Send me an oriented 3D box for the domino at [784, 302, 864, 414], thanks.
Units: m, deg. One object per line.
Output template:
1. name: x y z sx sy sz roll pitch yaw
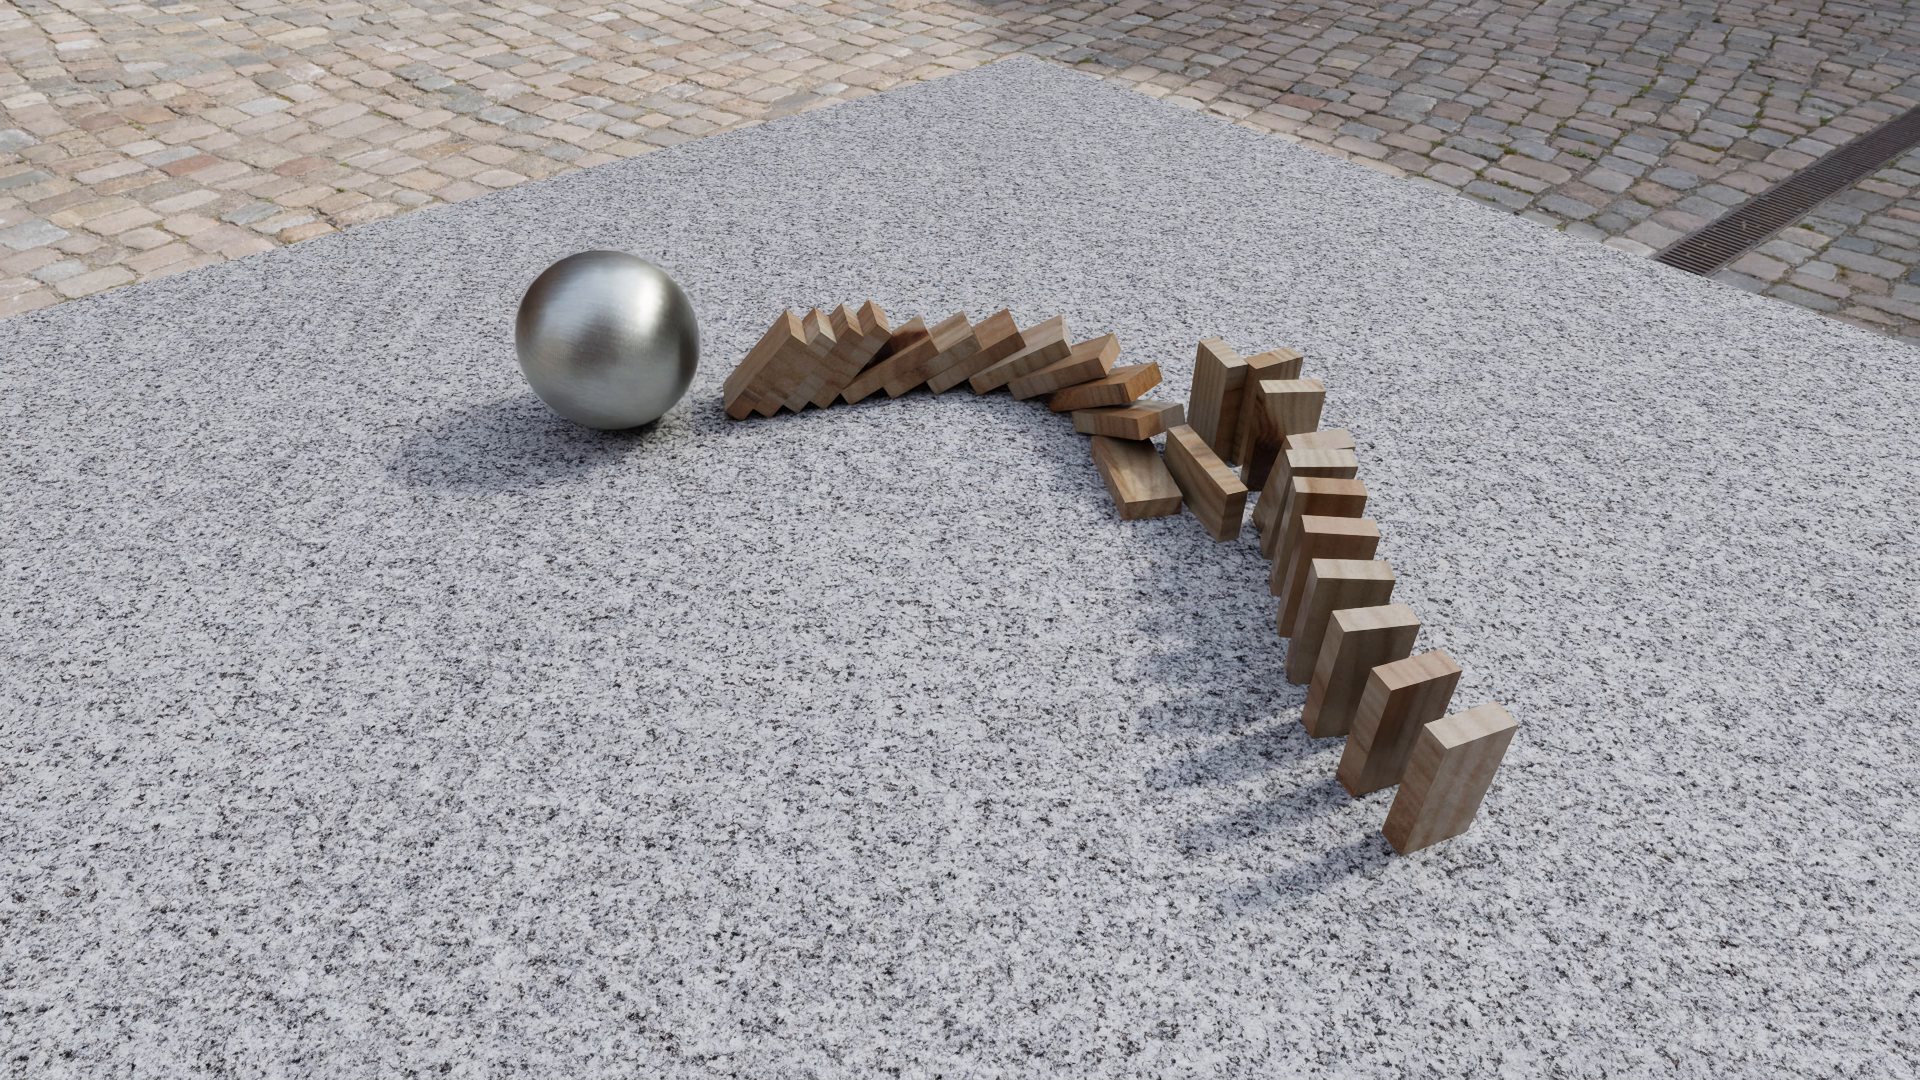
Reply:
1. domino: -0.067 -0.086 0.522 0.009 0.050 0.025 31 24 -34

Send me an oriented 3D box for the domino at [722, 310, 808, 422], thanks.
1. domino: -0.092 -0.082 0.517 0.010 0.050 0.025 31 24 -34

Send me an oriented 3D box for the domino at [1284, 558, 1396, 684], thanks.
1. domino: 0.129 0.029 0.376 0.025 0.050 0.009 2 39 2

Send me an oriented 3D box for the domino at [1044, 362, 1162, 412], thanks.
1. domino: 0.066 -0.071 0.512 0.025 0.010 0.050 -35 22 -35

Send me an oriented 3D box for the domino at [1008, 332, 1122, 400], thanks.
1. domino: 0.050 -0.083 0.526 0.050 0.010 0.025 -12 30 35

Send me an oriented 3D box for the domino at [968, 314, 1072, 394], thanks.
1. domino: 0.029 -0.090 0.536 0.050 0.010 0.025 -21 35 18

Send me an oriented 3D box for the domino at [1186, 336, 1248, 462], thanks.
1. domino: 0.113 -0.061 0.486 0.009 0.050 0.025 -13 41 -15

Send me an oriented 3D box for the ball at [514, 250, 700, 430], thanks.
1. ball: -0.158 -0.090 0.498 0.080 0.080 0.080 0 39 0

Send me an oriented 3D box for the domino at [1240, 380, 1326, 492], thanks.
1. domino: 0.136 -0.044 0.465 0.025 0.050 0.009 -2 39 -2

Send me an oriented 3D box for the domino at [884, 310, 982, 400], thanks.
1. domino: -0.016 -0.091 0.537 0.050 0.010 0.025 -28 40 8

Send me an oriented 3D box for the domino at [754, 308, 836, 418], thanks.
1. domino: -0.079 -0.084 0.519 0.009 0.050 0.025 31 25 -34

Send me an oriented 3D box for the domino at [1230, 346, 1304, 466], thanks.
1. domino: 0.133 -0.058 0.482 0.025 0.050 0.009 -17 42 -19

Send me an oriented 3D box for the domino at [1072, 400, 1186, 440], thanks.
1. domino: 0.075 -0.055 0.494 0.025 0.010 0.050 -20 18 -24

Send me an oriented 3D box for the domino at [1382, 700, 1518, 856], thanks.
1. domino: 0.144 0.071 0.325 0.025 0.050 0.009 -14 41 -16

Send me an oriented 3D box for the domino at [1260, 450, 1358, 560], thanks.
1. domino: 0.135 -0.013 0.427 0.025 0.050 0.009 0 46 0

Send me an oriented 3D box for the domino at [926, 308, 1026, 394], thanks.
1. domino: 0.006 -0.092 0.539 0.050 0.009 0.025 -27 39 10

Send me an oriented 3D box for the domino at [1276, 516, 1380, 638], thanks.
1. domino: 0.131 0.014 0.394 0.025 0.050 0.009 4 39 4

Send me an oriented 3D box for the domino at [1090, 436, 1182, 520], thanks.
1. domino: 0.076 -0.029 0.479 0.025 0.009 0.050 -7 40 -8

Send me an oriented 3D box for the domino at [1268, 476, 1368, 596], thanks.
1. domino: 0.133 0.000 0.412 0.025 0.050 0.010 3 39 4

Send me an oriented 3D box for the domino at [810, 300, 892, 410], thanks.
1. domino: -0.054 -0.088 0.525 0.009 0.050 0.025 31 24 -34

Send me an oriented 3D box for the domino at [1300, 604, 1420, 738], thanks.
1. domino: 0.130 0.043 0.358 0.025 0.050 0.009 -5 40 -6

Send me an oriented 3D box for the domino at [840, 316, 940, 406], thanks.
1. domino: -0.036 -0.087 0.533 0.050 0.010 0.025 -29 40 8

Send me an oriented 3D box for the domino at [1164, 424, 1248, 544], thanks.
1. domino: 0.102 -0.024 0.461 0.009 0.025 0.050 -13 41 -15

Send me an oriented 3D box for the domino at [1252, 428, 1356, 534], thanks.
1. domino: 0.136 -0.023 0.439 0.025 0.050 0.010 -8 55 -10

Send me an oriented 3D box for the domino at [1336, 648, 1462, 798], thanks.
1. domino: 0.135 0.058 0.341 0.025 0.050 0.009 -12 41 -15
